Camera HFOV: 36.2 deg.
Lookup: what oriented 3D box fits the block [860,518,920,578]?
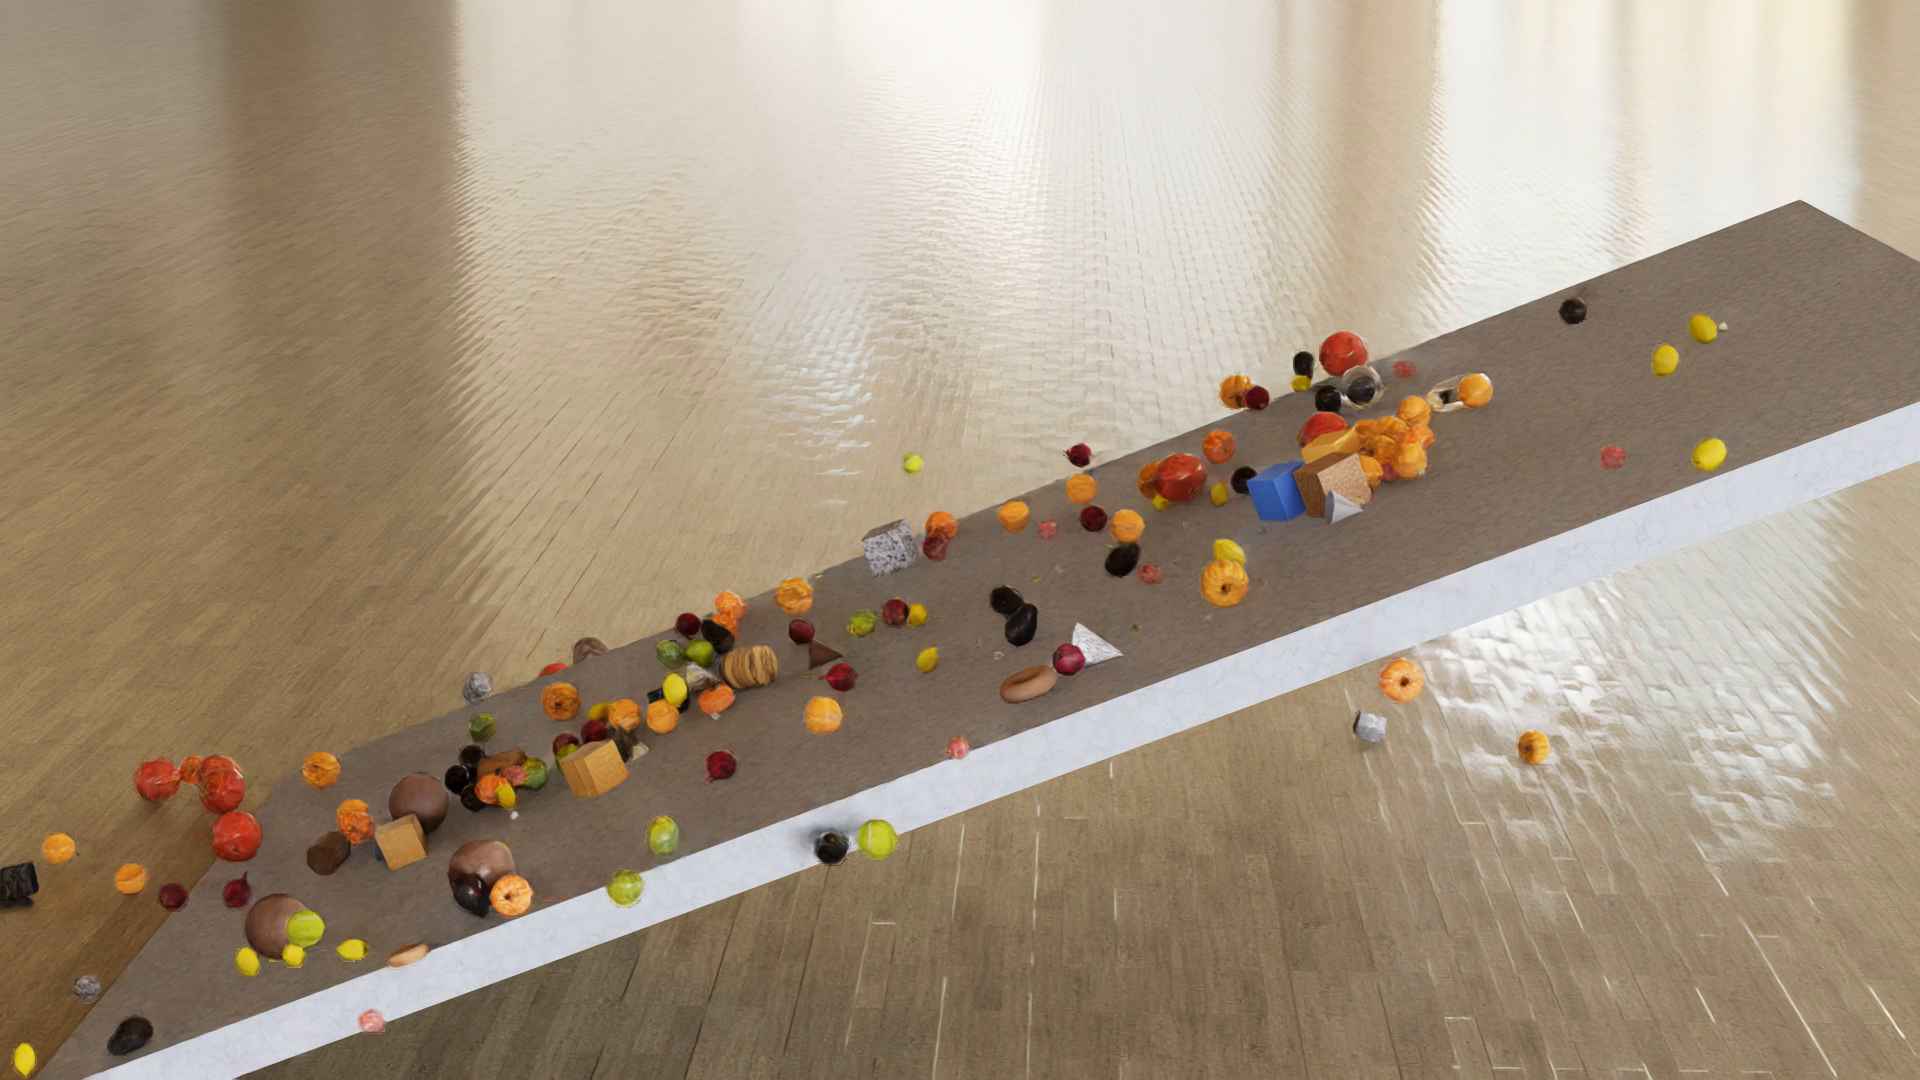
[{"bbox_3d":[-0.166,0.019,7.018,0.096,0.096,0.096,-19,12,16],"label":"block"}]

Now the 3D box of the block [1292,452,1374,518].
[{"bbox_3d":[0.751,-0.111,5.929,0.099,0.099,0.099,-27,13,-20],"label":"block"}]

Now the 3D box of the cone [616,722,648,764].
[{"bbox_3d":[-0.714,0.424,6.261,0.080,0.080,0.080,-21,12,5],"label":"cone"}]

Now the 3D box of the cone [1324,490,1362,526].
[{"bbox_3d":[0.768,-0.061,5.843,0.072,0.072,0.072,3,13,-8],"label":"cone"}]

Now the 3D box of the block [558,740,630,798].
[{"bbox_3d":[-0.759,0.475,6.101,0.087,0.087,0.087,-10,17,46],"label":"block"}]

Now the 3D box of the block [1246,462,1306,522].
[{"bbox_3d":[0.664,-0.099,6.053,0.091,0.091,0.091,-29,14,-29],"label":"block"}]

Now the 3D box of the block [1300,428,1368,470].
[{"bbox_3d":[0.786,-0.173,6.168,0.087,0.087,0.087,-10,17,45],"label":"block"}]

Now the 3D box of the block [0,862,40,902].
[{"bbox_3d":[-2.201,0.797,6.863,0.071,0.071,0.071,-11,-6,-38],"label":"block"}]

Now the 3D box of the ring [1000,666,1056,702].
[{"bbox_3d":[0.128,0.271,5.522,0.111,0.037,0.111,-21,13,5],"label":"ring"}]

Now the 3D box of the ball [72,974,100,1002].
[{"bbox_3d":[-1.806,0.926,6.082,0.054,0.054,0.054,0,14,0],"label":"ball"}]

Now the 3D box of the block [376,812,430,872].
[{"bbox_3d":[-1.167,0.632,6.159,0.080,0.080,0.080,-23,12,-1],"label":"block"}]

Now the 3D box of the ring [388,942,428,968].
[{"bbox_3d":[-1.017,0.765,5.423,0.077,0.026,0.077,-20,5,2],"label":"ring"}]

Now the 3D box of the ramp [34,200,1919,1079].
[{"bbox_3d":[0.123,0.174,6.291,4.000,0.100,2.000,-21,12,7],"label":"ramp"}]

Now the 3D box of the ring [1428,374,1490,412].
[{"bbox_3d":[1.083,-0.321,6.382,0.143,0.048,0.143,-20,13,5],"label":"ring"}]

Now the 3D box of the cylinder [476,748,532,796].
[{"bbox_3d":[-0.991,0.504,6.398,0.084,0.084,0.084,-20,4,27],"label":"cylinder"}]

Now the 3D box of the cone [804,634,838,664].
[{"bbox_3d":[-0.288,0.249,6.379,0.072,0.072,0.072,23,4,-24],"label":"cone"}]

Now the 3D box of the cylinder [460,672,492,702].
[{"bbox_3d":[-1.203,0.368,7.312,0.055,0.055,0.055,-15,-21,-47],"label":"cylinder"}]

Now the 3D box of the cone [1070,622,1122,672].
[{"bbox_3d":[0.262,0.209,5.540,0.096,0.096,0.096,8,15,9],"label":"cone"}]

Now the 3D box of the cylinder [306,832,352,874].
[{"bbox_3d":[-1.359,0.674,6.334,0.073,0.073,0.073,4,13,14],"label":"cylinder"}]

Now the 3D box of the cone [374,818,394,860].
[{"bbox_3d":[-1.176,0.642,6.226,0.093,0.093,0.093,10,16,14],"label":"cone"}]

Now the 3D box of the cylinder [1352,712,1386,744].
[{"bbox_3d":[1.118,0.511,8.034,0.073,0.073,0.073,14,14,-2],"label":"cylinder"}]

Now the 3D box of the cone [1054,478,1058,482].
[{"bbox_3d":[0.245,-0.136,7.281,0.055,0.055,0.055,-4,41,-17],"label":"cone"}]

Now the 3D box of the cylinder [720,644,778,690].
[{"bbox_3d":[-0.460,0.279,6.422,0.088,0.088,0.088,-13,3,38],"label":"cylinder"}]

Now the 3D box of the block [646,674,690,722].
[{"bbox_3d":[-0.644,0.348,6.492,0.069,0.069,0.069,-21,12,7],"label":"block"}]

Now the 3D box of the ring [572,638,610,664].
[{"bbox_3d":[-1.066,0.350,8.551,0.143,0.143,0.048,8,24,30],"label":"ring"}]

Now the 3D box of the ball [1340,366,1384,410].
[{"bbox_3d":[0.911,-0.346,6.675,0.099,0.099,0.099,0,14,0],"label":"ball"}]
